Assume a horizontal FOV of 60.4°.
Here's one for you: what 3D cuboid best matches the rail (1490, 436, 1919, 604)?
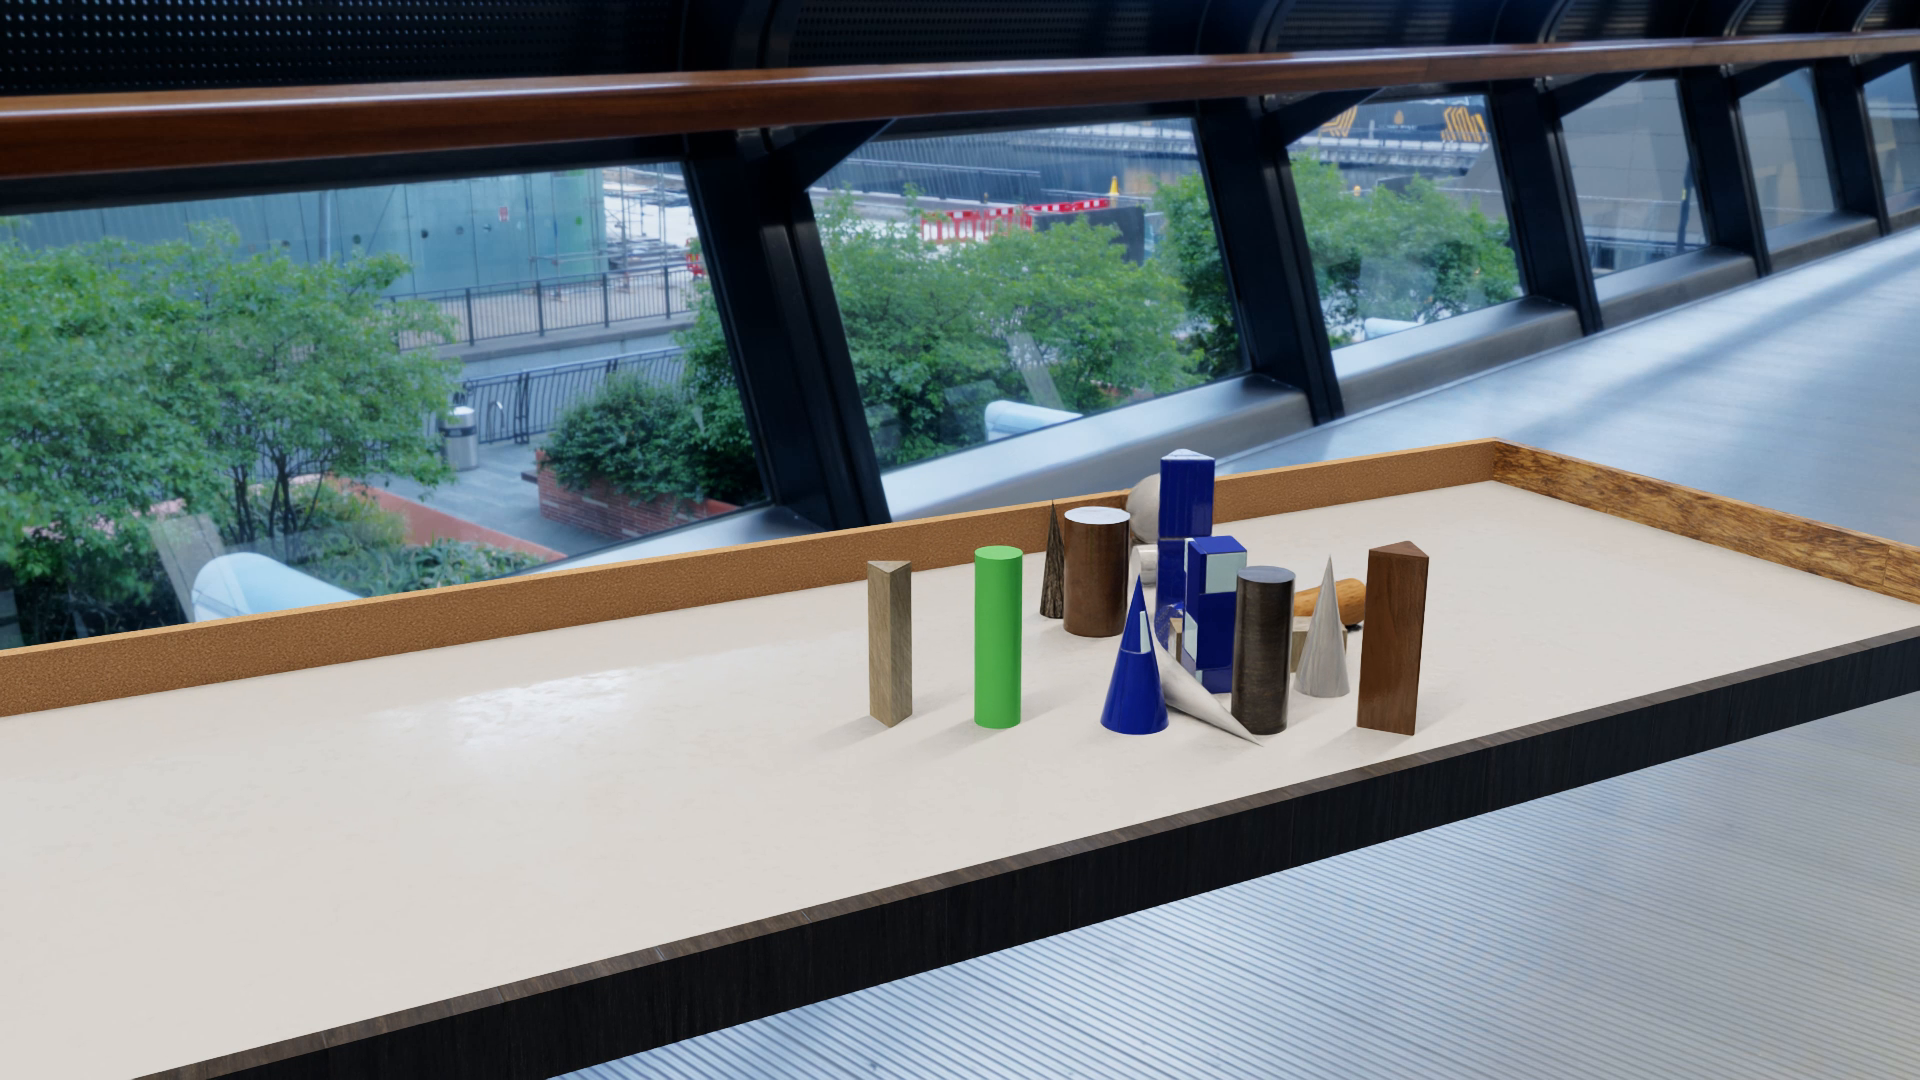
[{"bbox_3d":[2.466,-0.048,5.253,0.050,0.150,2.100,-9,18,-27],"label":"rail"}]

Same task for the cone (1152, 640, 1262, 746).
[{"bbox_3d":[0.574,0.391,3.910,0.131,0.131,0.441,-11,28,-32],"label":"cone"}]

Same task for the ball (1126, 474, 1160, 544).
[{"bbox_3d":[0.646,-0.095,5.261,0.236,0.236,0.236,0,16,0],"label":"ball"}]

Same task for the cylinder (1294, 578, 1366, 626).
[{"bbox_3d":[0.963,0.193,4.473,0.316,0.126,0.126,-12,20,-35],"label":"cylinder"}]

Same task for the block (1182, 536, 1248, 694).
[{"bbox_3d":[0.623,0.185,4.060,0.118,0.368,0.118,-4,19,-9],"label":"block"}]

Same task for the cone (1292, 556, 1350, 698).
[{"bbox_3d":[0.900,0.199,4.056,0.141,0.351,0.141,0,16,0],"label":"cone"}]

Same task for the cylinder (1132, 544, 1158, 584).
[{"bbox_3d":[0.675,0.068,4.916,0.309,0.117,0.117,-2,17,-8],"label":"cylinder"}]

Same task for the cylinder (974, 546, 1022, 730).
[{"bbox_3d":[0.089,0.227,3.846,0.110,0.414,0.110,0,16,0],"label":"cylinder"}]

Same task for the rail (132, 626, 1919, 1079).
[{"bbox_3d":[-2.336,1.006,1.665,12.000,0.150,0.050,-9,18,-27],"label":"rail"}]

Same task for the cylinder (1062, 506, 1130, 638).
[{"bbox_3d":[0.371,0.086,4.495,0.177,0.319,0.177,0,16,0],"label":"cylinder"}]

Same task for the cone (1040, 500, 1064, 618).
[{"bbox_3d":[0.268,0.043,4.613,0.113,0.328,0.113,-4,15,1],"label":"cone"}]

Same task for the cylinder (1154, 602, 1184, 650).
[{"bbox_3d":[0.675,0.209,4.421,0.305,0.126,0.126,-12,20,-35],"label":"cylinder"}]

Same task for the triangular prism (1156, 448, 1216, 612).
[{"bbox_3d":[0.618,-0.018,4.602,0.146,0.458,0.126,0,16,-1],"label":"triangular prism"}]

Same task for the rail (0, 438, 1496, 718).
[{"bbox_3d":[-3.305,0.497,3.399,12.000,0.150,0.050,-9,18,-27],"label":"rail"}]

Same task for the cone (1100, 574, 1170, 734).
[{"bbox_3d":[0.412,0.252,3.845,0.164,0.368,0.164,0,16,0],"label":"cone"}]

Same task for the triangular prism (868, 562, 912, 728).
[{"bbox_3d":[-0.152,0.239,3.867,0.086,0.381,0.100,-10,19,-30],"label":"triangular prism"}]

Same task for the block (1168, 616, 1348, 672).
[{"bbox_3d":[0.762,0.270,4.239,0.436,0.112,0.112,-1,16,-2],"label":"block"}]

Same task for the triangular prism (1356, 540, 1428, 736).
[{"bbox_3d":[1.014,0.223,3.830,0.132,0.432,0.115,8,18,25],"label":"triangular prism"}]

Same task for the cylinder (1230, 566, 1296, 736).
[{"bbox_3d":[0.702,0.256,3.828,0.133,0.370,0.133,0,16,0],"label":"cylinder"}]
